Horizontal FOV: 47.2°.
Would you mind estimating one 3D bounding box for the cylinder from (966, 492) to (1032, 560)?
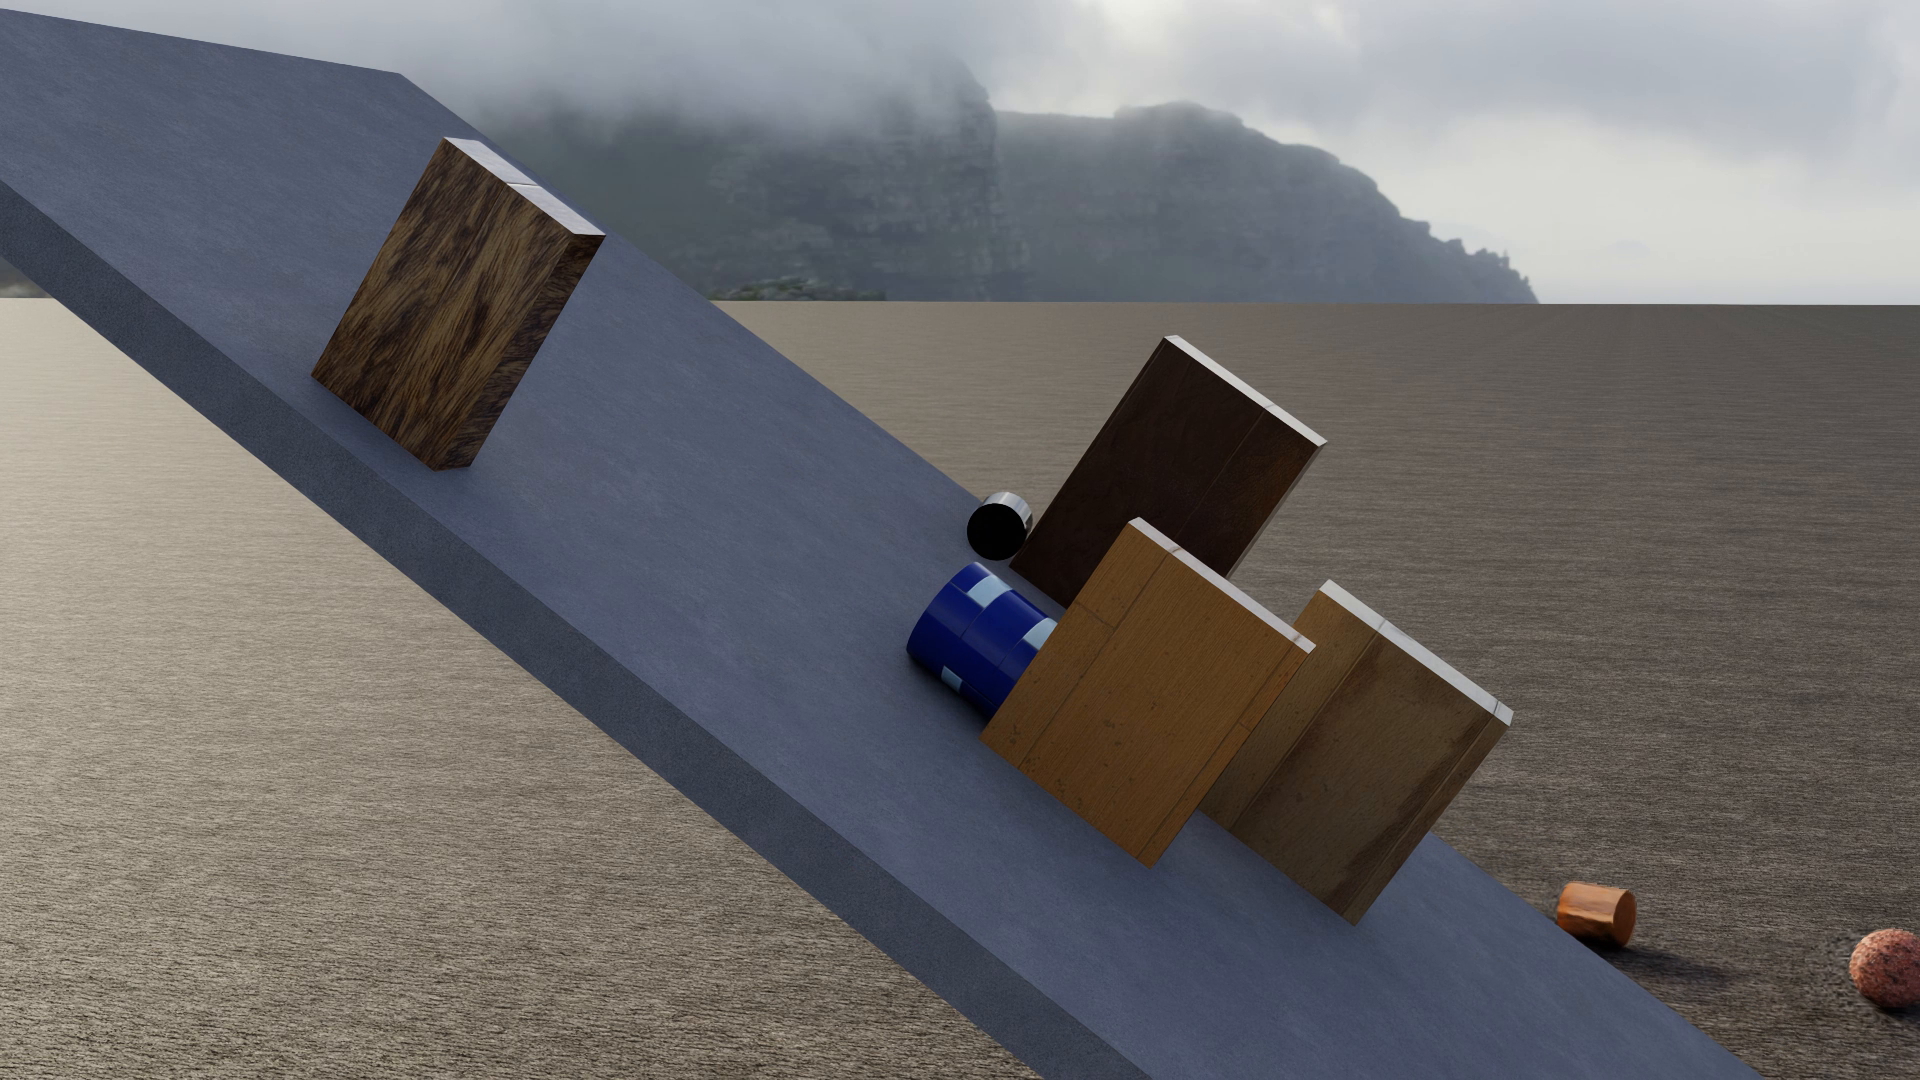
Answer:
[{"bbox_3d":[0.086,-0.030,4.718,0.125,0.125,0.125,1,12,9],"label":"cylinder"}]

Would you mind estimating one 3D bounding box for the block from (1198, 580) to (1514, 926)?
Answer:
[{"bbox_3d":[0.703,0.388,4.047,0.411,0.468,0.140,37,15,10],"label":"block"}]

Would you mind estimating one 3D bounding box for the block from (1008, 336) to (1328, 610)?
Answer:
[{"bbox_3d":[0.439,-0.076,4.682,0.392,0.597,0.141,37,15,10],"label":"block"}]

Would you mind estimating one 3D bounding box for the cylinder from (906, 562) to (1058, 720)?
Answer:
[{"bbox_3d":[0.050,0.181,3.849,0.204,0.204,0.204,38,19,14],"label":"cylinder"}]

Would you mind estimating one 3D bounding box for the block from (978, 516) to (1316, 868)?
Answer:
[{"bbox_3d":[0.308,0.255,3.671,0.362,0.456,0.085,37,15,10],"label":"block"}]

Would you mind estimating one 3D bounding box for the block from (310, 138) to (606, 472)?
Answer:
[{"bbox_3d":[-0.773,-0.360,3.379,0.258,0.435,0.106,37,15,10],"label":"block"}]

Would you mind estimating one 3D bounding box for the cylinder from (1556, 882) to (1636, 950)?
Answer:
[{"bbox_3d":[1.760,1.039,6.085,0.158,0.158,0.158,6,9,39],"label":"cylinder"}]

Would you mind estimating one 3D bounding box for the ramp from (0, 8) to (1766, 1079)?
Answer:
[{"bbox_3d":[-0.108,0.186,4.090,4.000,0.100,2.000,37,15,10],"label":"ramp"}]

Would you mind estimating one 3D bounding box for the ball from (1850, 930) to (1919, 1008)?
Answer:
[{"bbox_3d":[2.354,1.085,5.558,0.195,0.195,0.195,0,7,0],"label":"ball"}]
